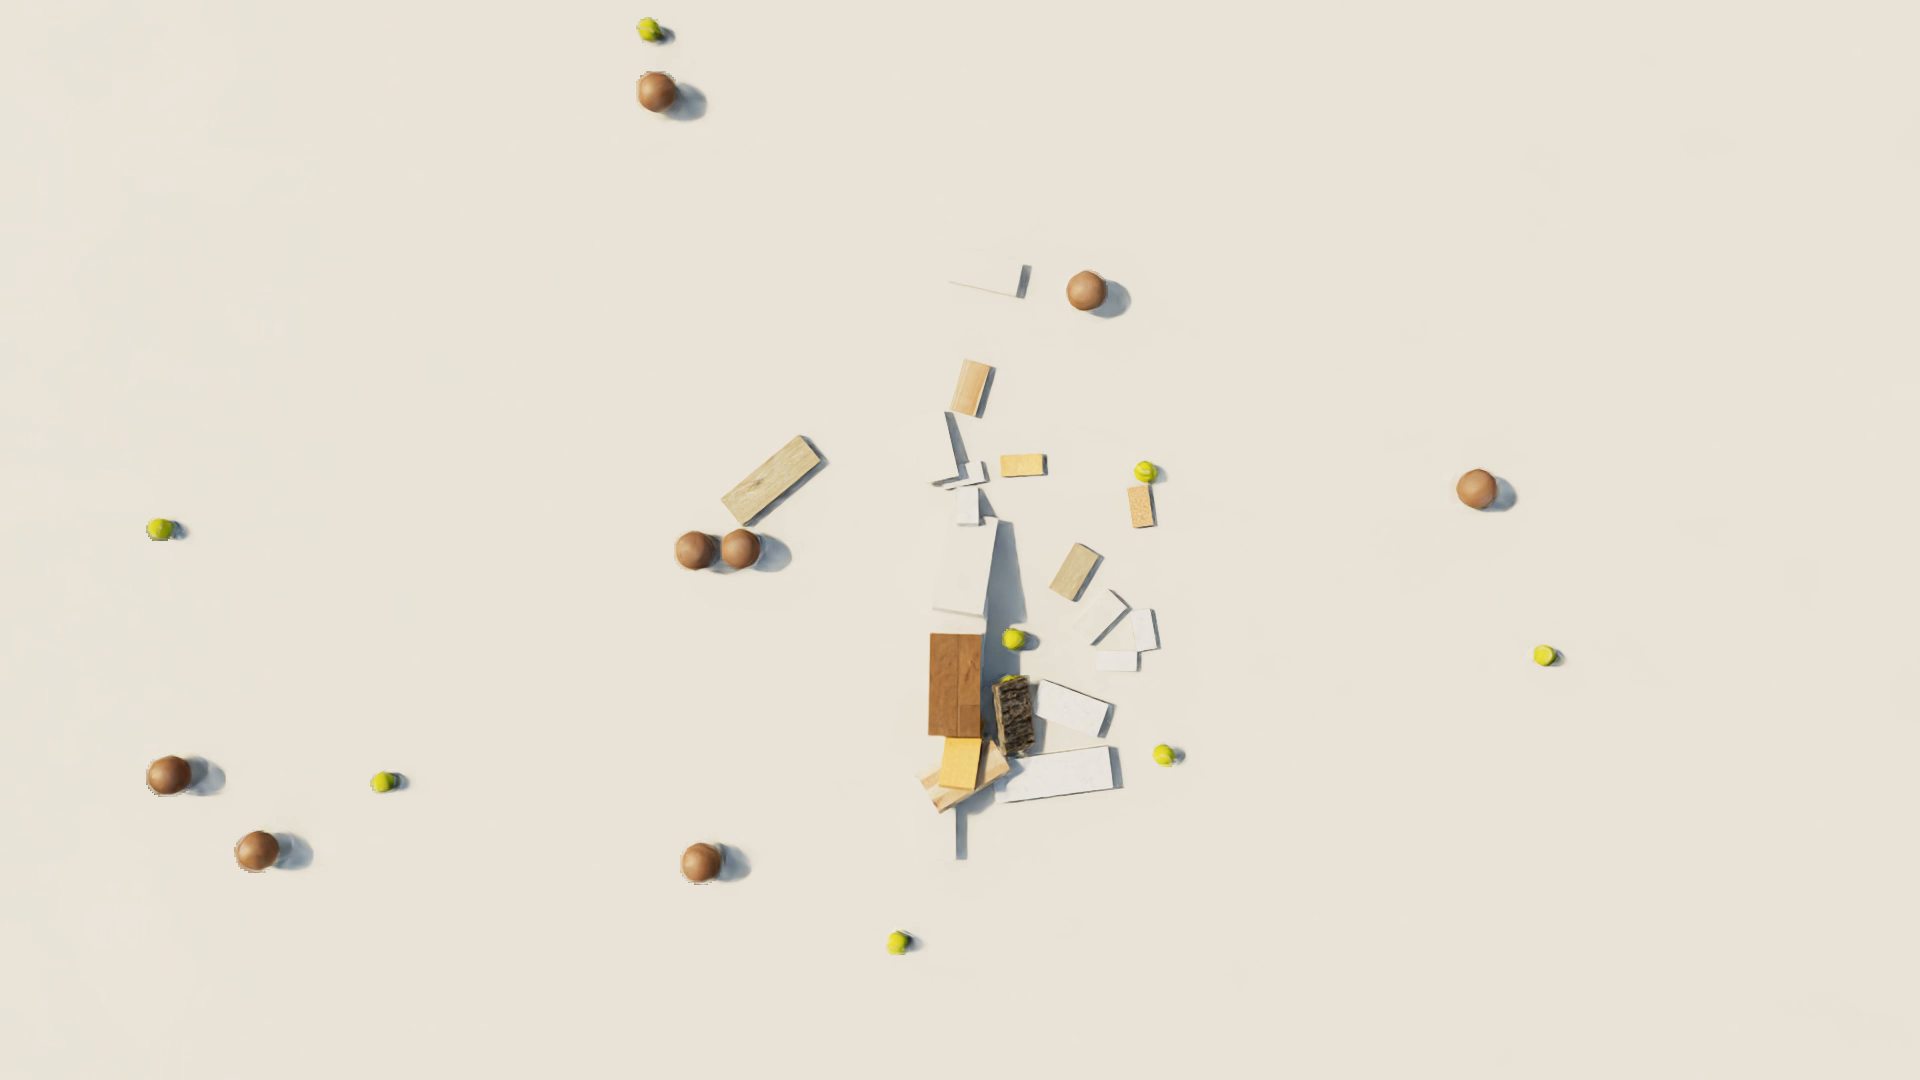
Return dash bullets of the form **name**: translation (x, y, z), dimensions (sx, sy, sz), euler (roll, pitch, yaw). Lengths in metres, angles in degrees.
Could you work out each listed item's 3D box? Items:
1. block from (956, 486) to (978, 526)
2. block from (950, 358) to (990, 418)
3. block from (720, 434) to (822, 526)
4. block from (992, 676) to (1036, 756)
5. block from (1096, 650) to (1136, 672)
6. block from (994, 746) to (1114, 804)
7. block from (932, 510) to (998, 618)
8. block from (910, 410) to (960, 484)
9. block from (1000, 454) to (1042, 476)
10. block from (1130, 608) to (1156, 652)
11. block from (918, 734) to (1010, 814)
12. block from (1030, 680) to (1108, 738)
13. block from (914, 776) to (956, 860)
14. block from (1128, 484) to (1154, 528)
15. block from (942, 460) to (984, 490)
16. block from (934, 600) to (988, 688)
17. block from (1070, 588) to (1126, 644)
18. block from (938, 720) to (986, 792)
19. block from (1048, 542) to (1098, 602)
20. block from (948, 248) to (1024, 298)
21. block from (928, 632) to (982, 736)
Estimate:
- **block**: translation (0.025, -0.112, 5.456), dimensions (0.069, 0.020, 0.139), euler (1, 61, -4)
- **block**: translation (0.032, -0.506, 5.488), dimensions (0.088, 0.025, 0.176), euler (16, 90, 0)
- **block**: translation (-0.629, -0.199, 5.484), dimensions (0.339, 0.032, 0.114), euler (-40, 90, 0)
- **block**: translation (0.177, 0.577, 5.423), dimensions (0.118, 0.034, 0.237), euler (-15, 104, -32)
- **block**: translation (0.520, 0.401, 5.491), dimensions (0.134, 0.019, 0.067), euler (2, 90, 0)
- **block**: translation (0.305, 0.778, 5.481), dimensions (0.391, 0.039, 0.137), euler (-8, 90, 0)
- **block**: translation (0.016, 0.080, 5.425), dimensions (0.167, 0.047, 0.335), euler (9, 72, 1)
- **block**: translation (-0.084, -0.308, 5.472), dimensions (0.114, 0.032, 0.228), euler (-13, 84, 0)
- **block**: translation (0.204, -0.250, 5.490), dimensions (0.139, 0.020, 0.069), euler (-3, 90, 0)
- **block**: translation (0.610, 0.299, 5.491), dimensions (0.067, 0.019, 0.134), euler (-10, 90, 0)
- **block**: translation (0.015, 0.772, 5.432), dimensions (0.274, 0.039, 0.137), euler (-30, 65, -8)
- **block**: translation (0.362, 0.559, 5.483), dimensions (0.237, 0.034, 0.118), euler (21, 90, 0)
- **block**: translation (-0.083, 0.922, 5.481), dimensions (0.137, 0.039, 0.274), euler (-1, 90, 0)
- **block**: translation (0.600, -0.112, 5.491), dimensions (0.067, 0.019, 0.134), euler (-8, 90, 0)
- **block**: translation (0.007, -0.216, 5.490), dimensions (0.139, 0.020, 0.069), euler (-12, 90, 0)
- **block**: translation (-0.004, 0.357, 5.443), dimensions (0.167, 0.047, 0.335), euler (5, 92, 0)
- **block**: translation (0.460, 0.256, 5.488), dimensions (0.088, 0.025, 0.176), euler (44, 90, 0)
- **block**: translation (0.007, 0.702, 5.426), dimensions (0.118, 0.034, 0.237), euler (5, 65, 9)
- **block**: translation (0.377, 0.105, 5.488), dimensions (0.088, 0.025, 0.176), euler (30, 90, 0)
- **block**: translation (0.086, -0.890, 5.484), dimensions (0.228, 0.032, 0.114), euler (13, 90, 0)
- **block**: translation (-0.017, 0.472, 5.398), dimensions (0.167, 0.047, 0.335), euler (1, 92, 0)
